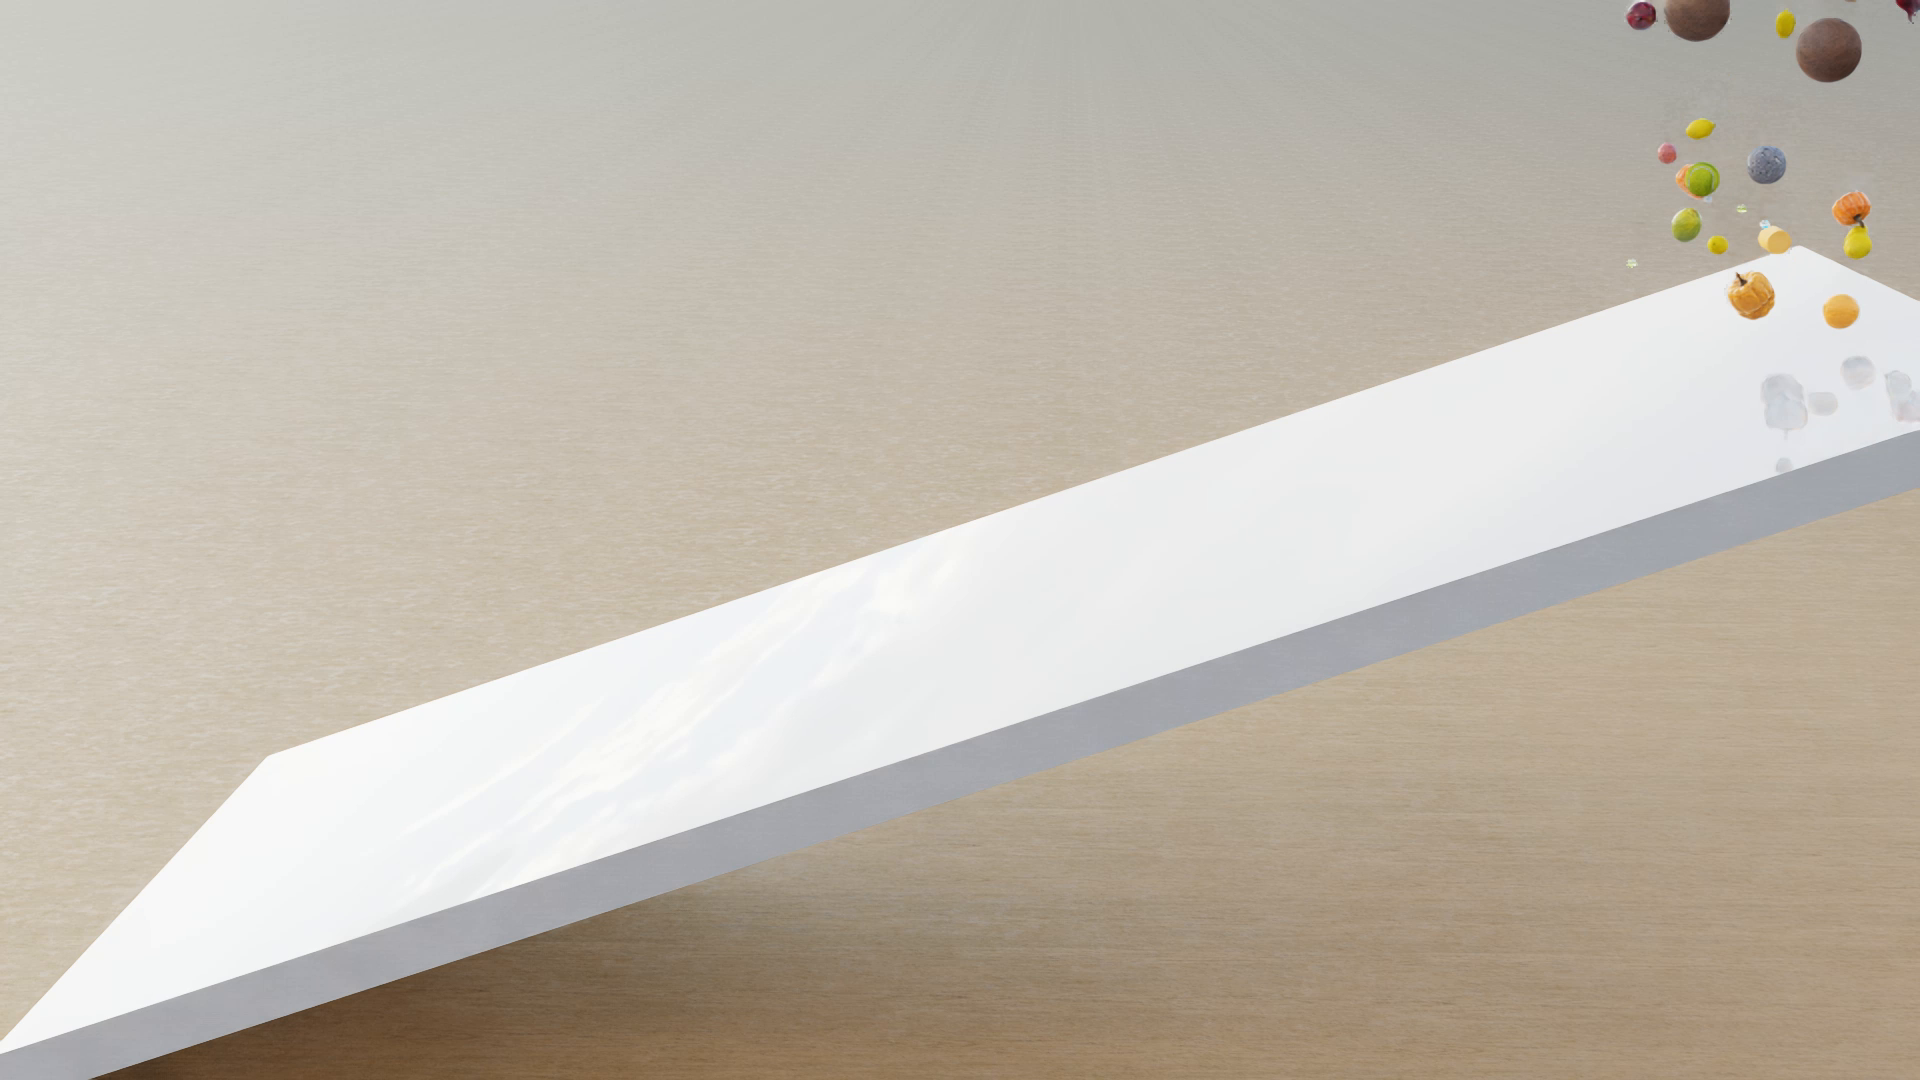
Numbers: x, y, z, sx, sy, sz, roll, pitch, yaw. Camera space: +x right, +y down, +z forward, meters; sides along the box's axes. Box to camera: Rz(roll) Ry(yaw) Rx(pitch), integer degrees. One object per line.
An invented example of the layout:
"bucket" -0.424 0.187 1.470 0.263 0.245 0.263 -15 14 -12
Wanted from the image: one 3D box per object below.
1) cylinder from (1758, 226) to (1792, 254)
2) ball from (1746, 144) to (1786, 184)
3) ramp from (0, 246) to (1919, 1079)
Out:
"cylinder" 1.727 -0.635 6.232 0.052 0.052 0.052 -1 18 -5
"ball" 1.682 -0.783 6.137 0.081 0.081 0.081 0 12 0
"ramp" 0.109 0.179 6.303 4.000 0.100 2.000 -18 11 6
